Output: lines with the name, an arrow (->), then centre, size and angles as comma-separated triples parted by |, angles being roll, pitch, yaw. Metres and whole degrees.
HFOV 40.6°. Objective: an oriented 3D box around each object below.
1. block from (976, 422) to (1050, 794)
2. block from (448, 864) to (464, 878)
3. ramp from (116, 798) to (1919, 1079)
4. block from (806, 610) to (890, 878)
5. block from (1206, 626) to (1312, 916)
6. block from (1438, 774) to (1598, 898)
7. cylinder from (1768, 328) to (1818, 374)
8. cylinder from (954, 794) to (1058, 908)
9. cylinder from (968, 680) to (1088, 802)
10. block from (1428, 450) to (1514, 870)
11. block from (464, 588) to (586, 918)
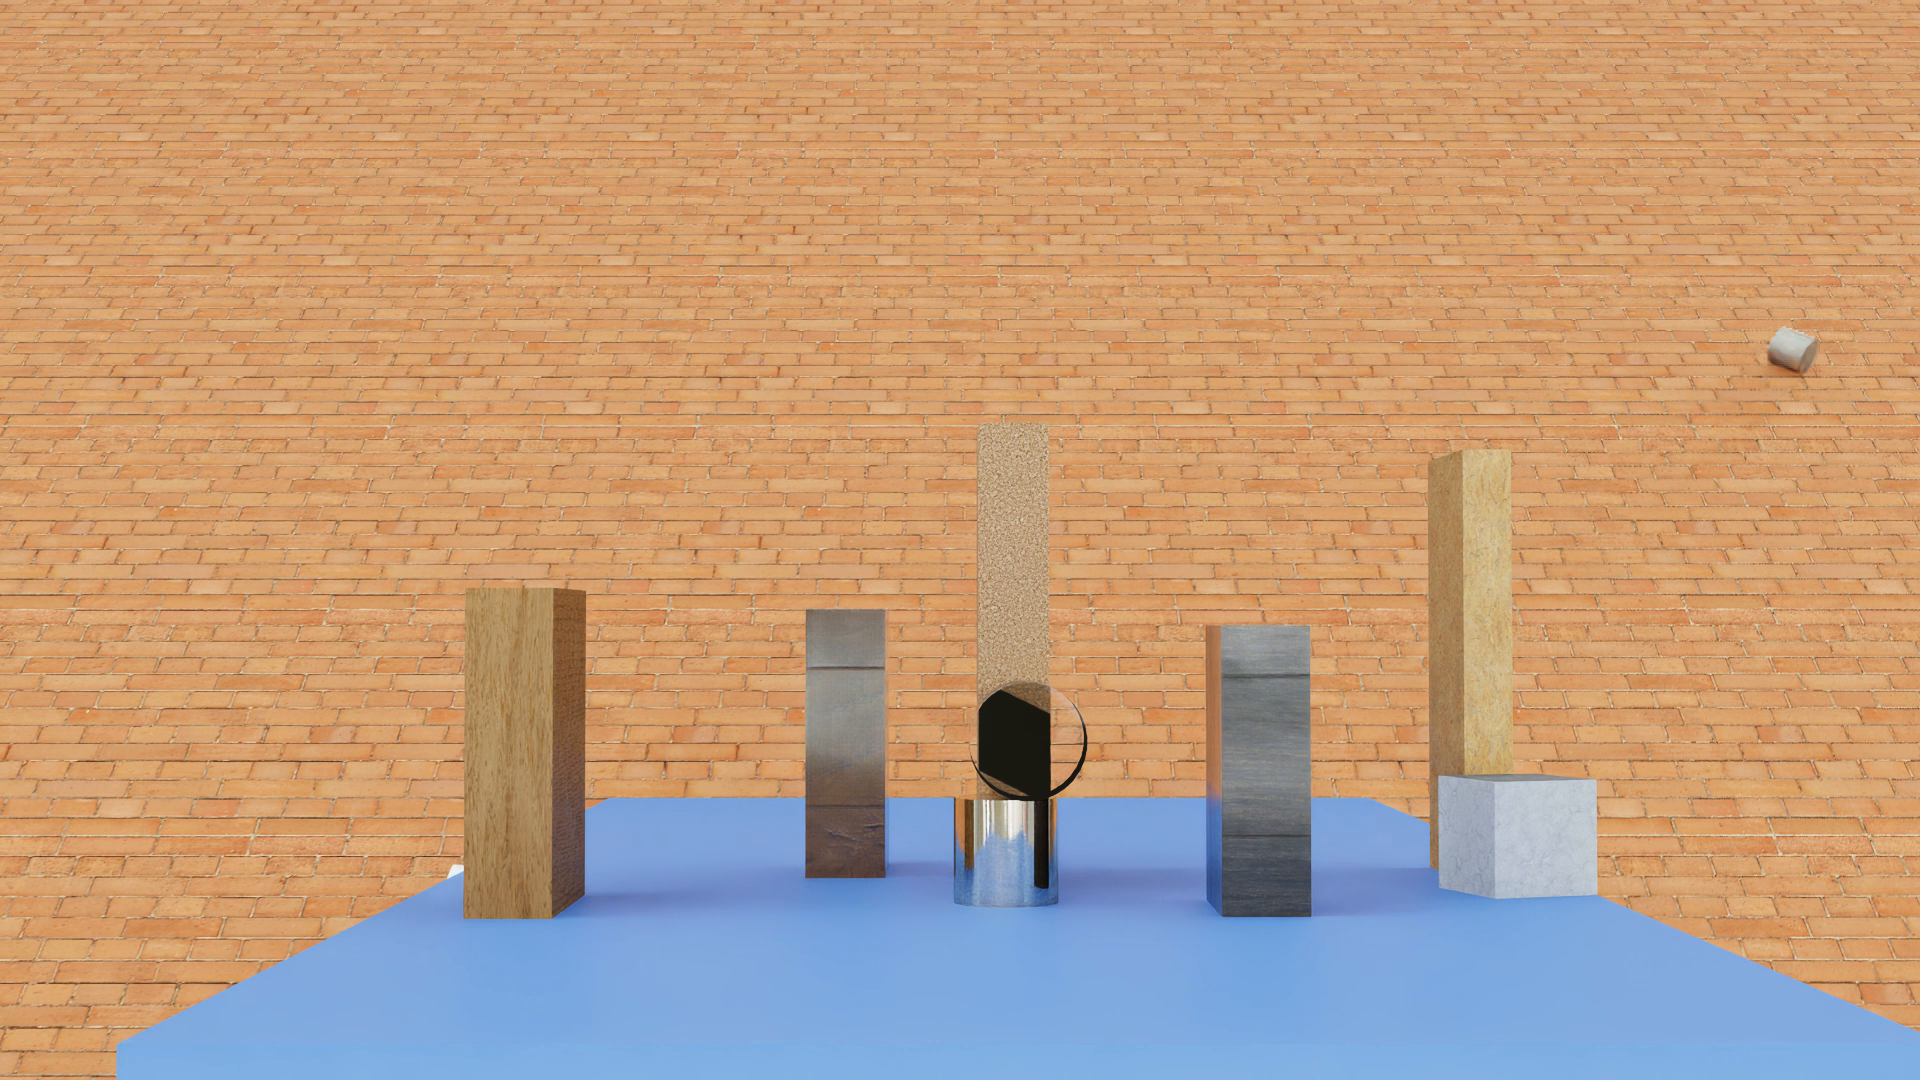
block -> 0.091, 0.207, 4.590 | 0.120, 0.799, 0.411 | 0, -2, 0
block -> -1.236, 0.903, 6.561 | 0.112, 0.112, 0.112 | 4, 35, 6
ramp -> 0.077, 0.665, 4.838 | 2.000, 0.100, 4.000 | 0, -2, 0
block -> -0.207, 0.372, 4.823 | 0.144, 0.485, 0.261 | 0, -2, 0
block -> 0.480, 0.366, 4.201 | 0.140, 0.456, 0.255 | 0, -2, 0
block -> 0.956, 0.505, 4.459 | 0.194, 0.194, 0.194 | 1, -2, -18
cylinder -> 2.802, -0.637, 8.745 | 0.120, 0.120, 0.120 | 27, 43, 33
cylinder -> 0.076, 0.511, 4.288 | 0.173, 0.173, 0.173 | 0, -2, 0
cylinder -> 0.110, 0.329, 4.284 | 0.192, 0.192, 0.192 | 0, -2, 0
block -> 0.931, 0.228, 4.748 | 0.085, 0.766, 0.344 | 0, -2, 0
block -> -0.704, 0.338, 4.228 | 0.138, 0.515, 0.355 | 0, -2, 0
